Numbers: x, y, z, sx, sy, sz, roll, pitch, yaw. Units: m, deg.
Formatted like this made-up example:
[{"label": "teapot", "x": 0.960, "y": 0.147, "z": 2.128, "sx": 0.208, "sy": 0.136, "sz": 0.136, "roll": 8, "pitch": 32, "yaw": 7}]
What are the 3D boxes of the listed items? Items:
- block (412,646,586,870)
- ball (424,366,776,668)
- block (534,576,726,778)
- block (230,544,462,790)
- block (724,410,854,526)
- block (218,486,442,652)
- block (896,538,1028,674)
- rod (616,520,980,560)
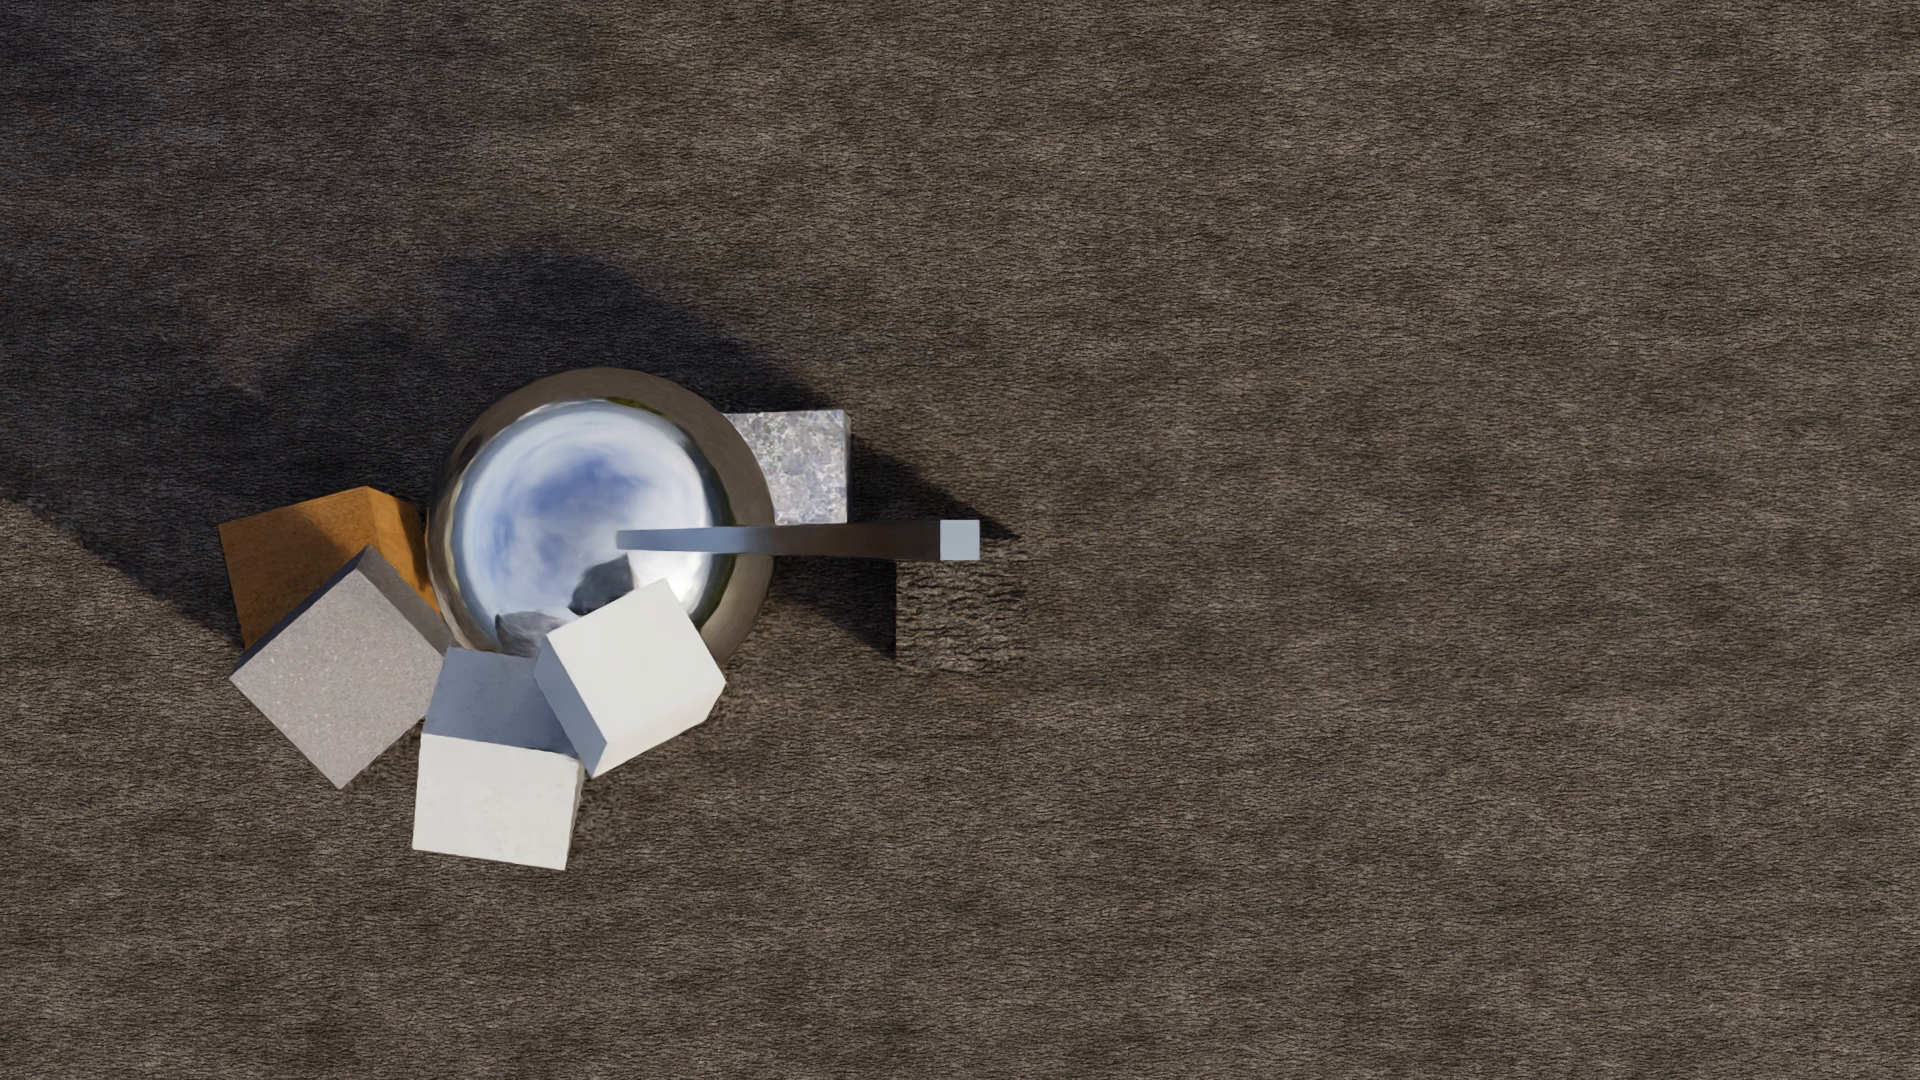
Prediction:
[{"label": "block", "x": -1.951, "y": 0.937, "z": 9.462, "sx": 0.648, "sy": 0.583, "sz": 0.651, "roll": 9, "pitch": 124, "yaw": -6}, {"label": "ball", "x": -1.643, "y": 0.000, "z": 10.129, "sx": 1.600, "sy": 1.600, "sz": 1.600, "roll": 0, "pitch": 90, "yaw": 0}, {"label": "block", "x": -1.350, "y": 0.564, "z": 8.944, "sx": 0.539, "sy": 0.550, "sz": 0.502, "roll": -27, "pitch": 79, "yaw": -24}, {"label": "block", "x": -3.114, "y": 0.636, "z": 11.316, "sx": 0.836, "sy": 0.696, "sz": 0.781, "roll": -41, "pitch": 104, "yaw": -1}, {"label": "block", "x": -1.084, "y": -0.350, "z": 12.612, "sx": 0.892, "sy": 0.776, "sz": 0.719, "roll": -2, "pitch": 90, "yaw": 0}, {"label": "block", "x": -3.516, "y": 0.330, "z": 12.466, "sx": 0.845, "sy": 0.945, "sz": 0.981, "roll": -15, "pitch": 83, "yaw": 1}, {"label": "block", "x": 0.011, "y": 0.366, "z": 12.594, "sx": 0.730, "sy": 0.812, "sz": 0.743, "roll": 0, "pitch": 90, "yaw": 0}, {"label": "rod", "x": -0.712, "y": 0.000, "z": 6.859, "sx": 0.080, "sy": 5.200, "sz": 0.080, "roll": 0, "pitch": 90, "yaw": -16}]
